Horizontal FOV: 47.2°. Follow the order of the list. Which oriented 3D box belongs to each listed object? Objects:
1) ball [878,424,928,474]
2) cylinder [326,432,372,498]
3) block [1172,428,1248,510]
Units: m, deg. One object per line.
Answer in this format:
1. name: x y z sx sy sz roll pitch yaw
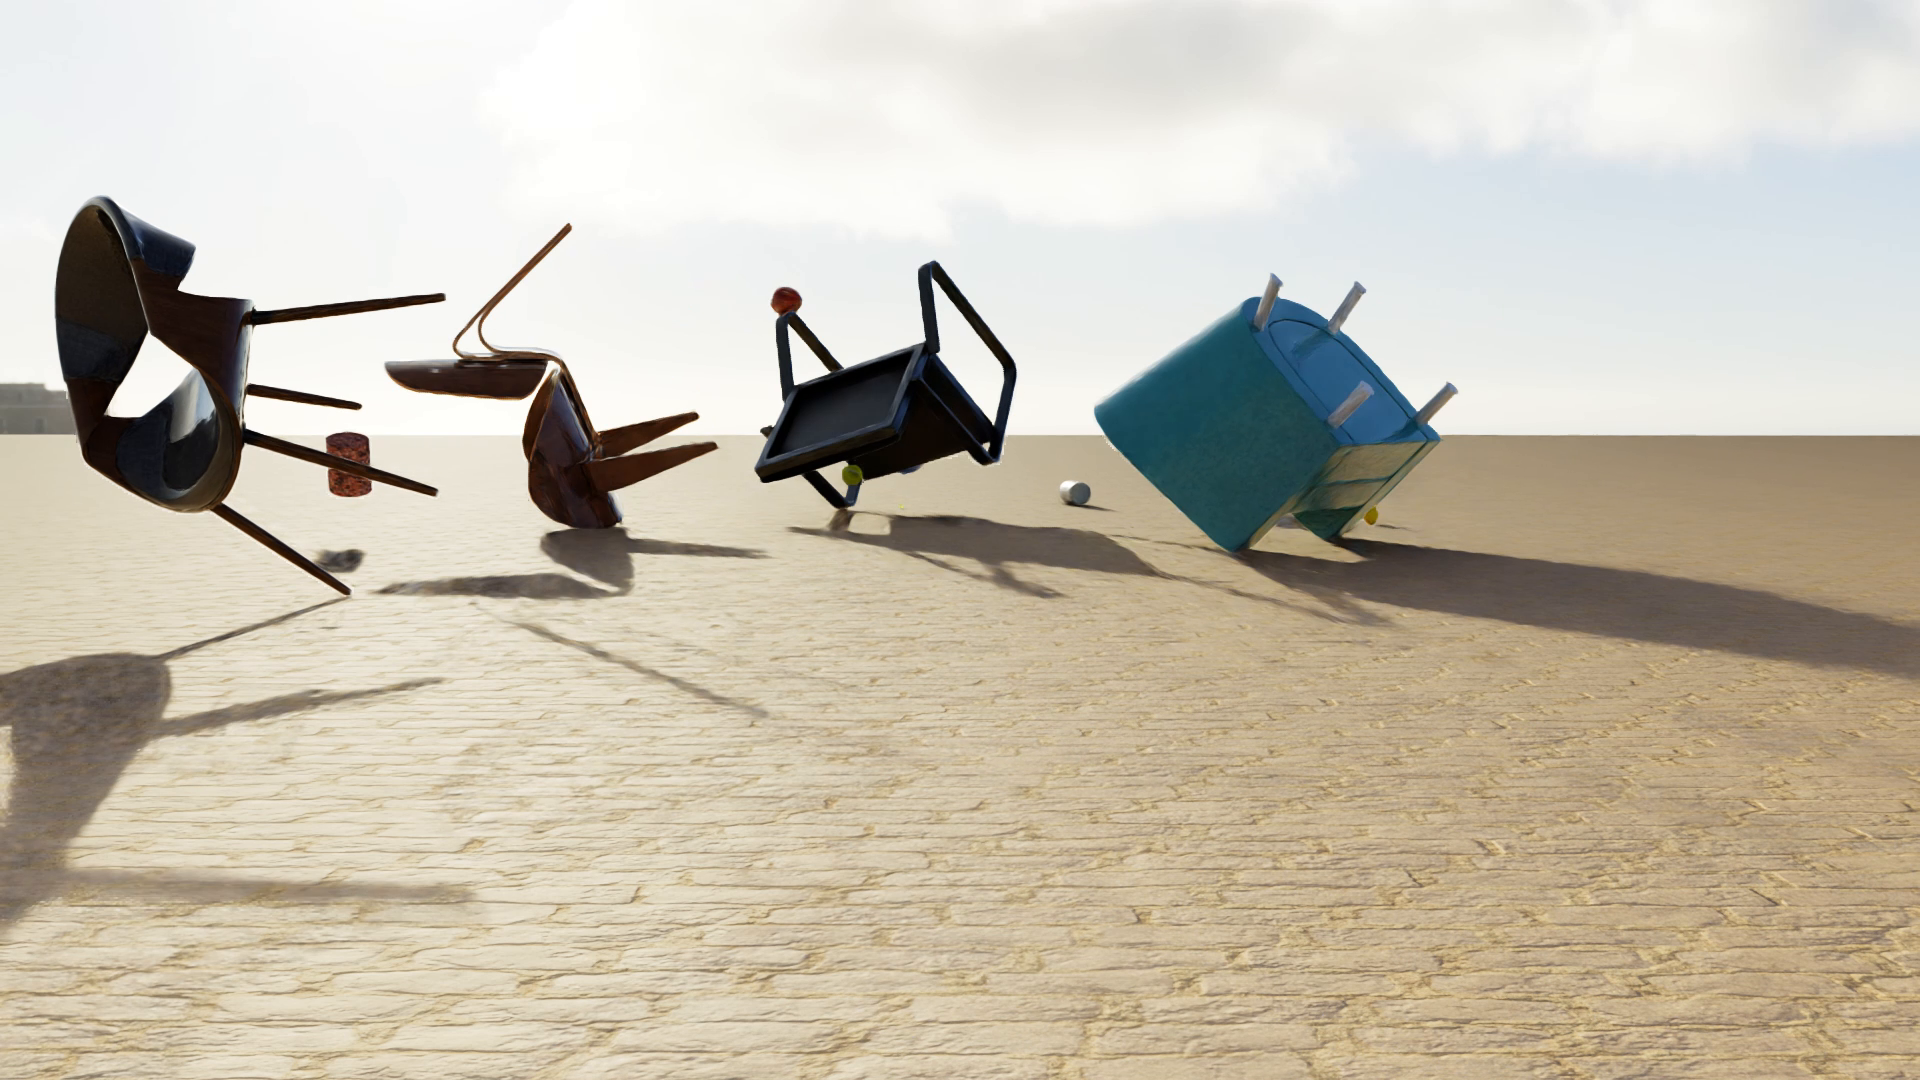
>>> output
1. ball: -0.215 -0.348 8.414 0.192 0.192 0.192 0 4 0
2. cylinder: -1.853 -0.229 6.670 0.131 0.164 0.120 14 27 18
3. block: 0.930 -0.266 8.182 0.224 0.236 0.105 15 34 9
